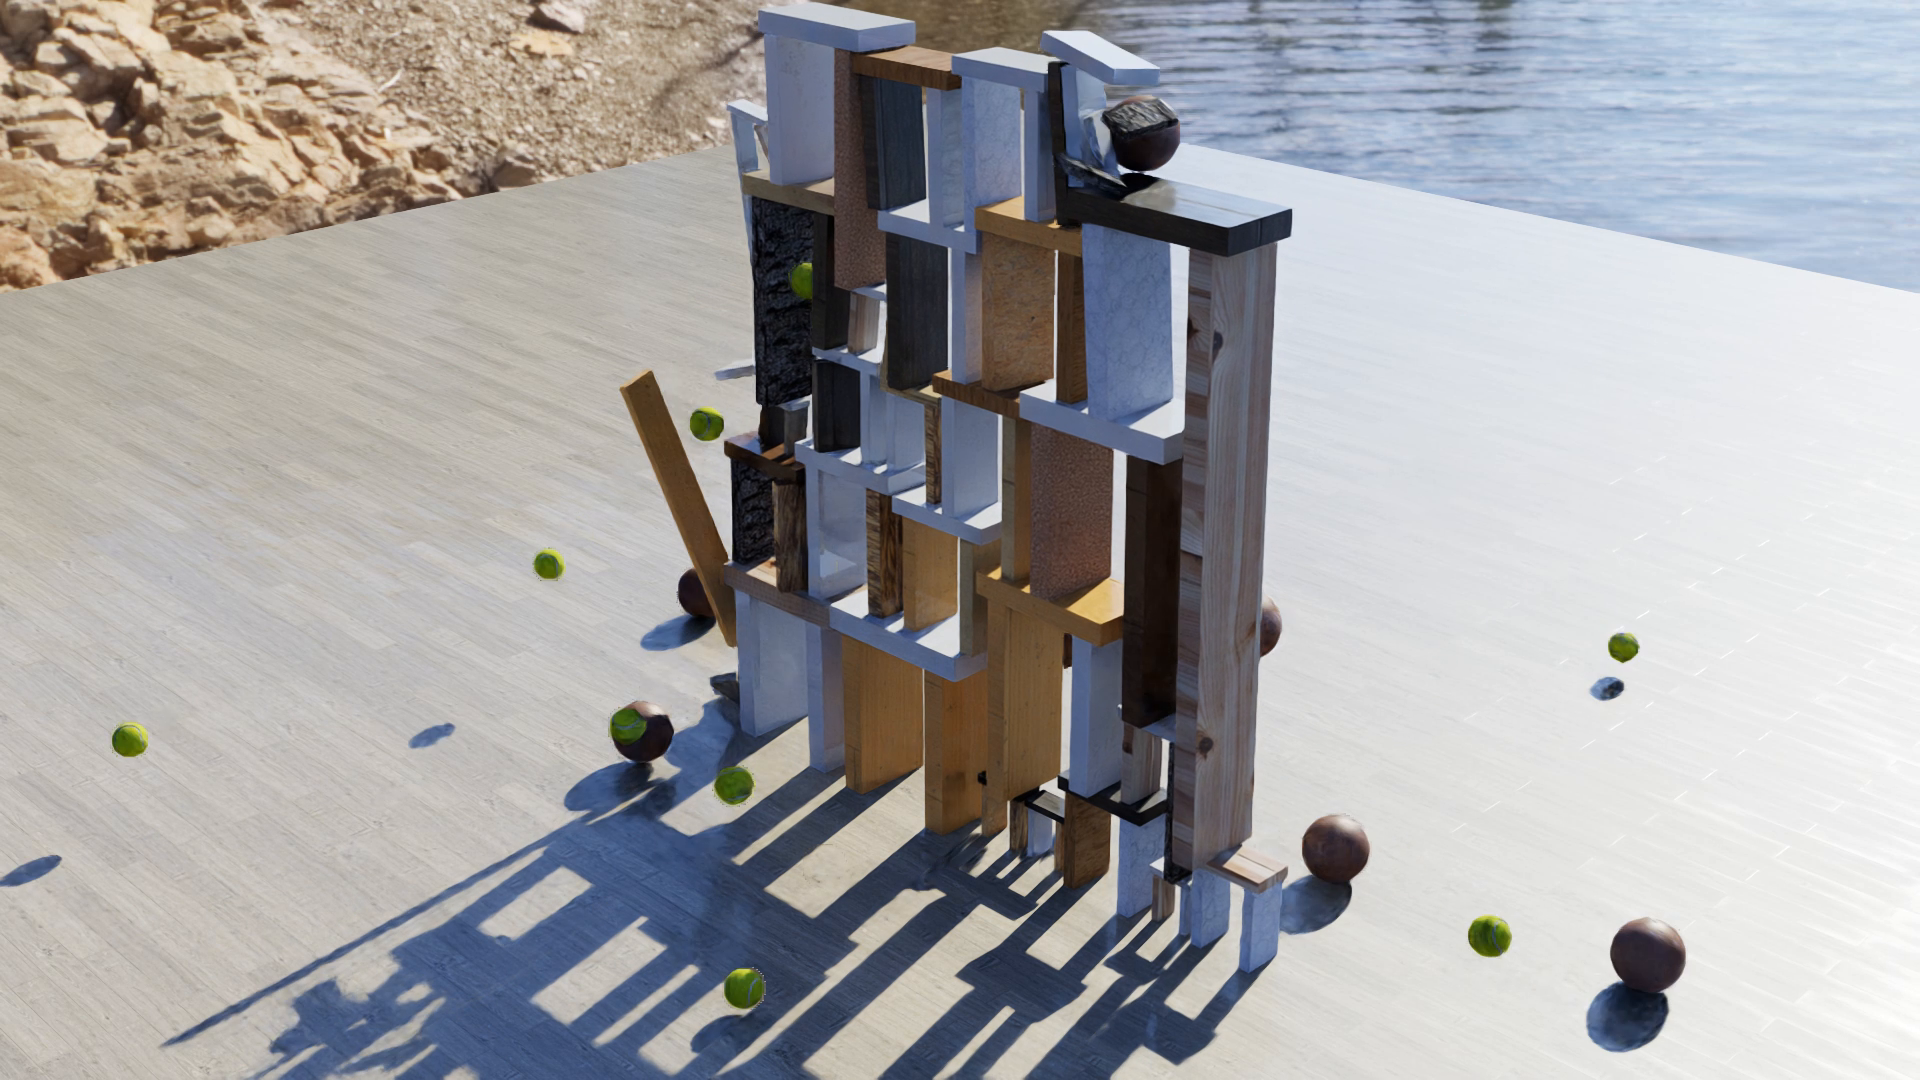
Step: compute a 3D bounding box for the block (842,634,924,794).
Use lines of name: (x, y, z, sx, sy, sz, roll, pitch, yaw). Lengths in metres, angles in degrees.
block: (-0.157, 0.330, 4.530, 0.177, 0.354, 0.050, -21, 31, -41)

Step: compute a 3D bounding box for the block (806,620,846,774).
block: (-0.241, 0.303, 4.613, 0.169, 0.338, 0.048, -21, 31, -41)

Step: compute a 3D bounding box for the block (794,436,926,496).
block: (-0.186, -0.159, 4.357, 0.271, 0.038, 0.135, 21, 31, 40)

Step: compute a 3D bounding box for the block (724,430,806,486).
block: (-0.368, -0.174, 4.533, 0.118, 0.033, 0.236, -20, 30, -40)

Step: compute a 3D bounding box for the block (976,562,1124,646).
block: (0.198, 0.103, 4.051, 0.159, 0.045, 0.319, -20, 30, -39)

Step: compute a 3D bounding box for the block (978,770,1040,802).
block: (0.096, 0.478, 4.319, 0.058, 0.016, 0.115, -21, 31, -40)

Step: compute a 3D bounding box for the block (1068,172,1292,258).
block: (0.356, -0.535, 3.593, 0.335, 0.047, 0.167, 21, 31, 40)

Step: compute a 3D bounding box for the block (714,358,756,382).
block: (-0.426, -0.357, 4.537, 0.148, 0.021, 0.074, -6, 18, 34)

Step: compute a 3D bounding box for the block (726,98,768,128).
block: (-0.404, -0.835, 4.299, 0.099, 0.014, 0.050, 29, 35, 25)

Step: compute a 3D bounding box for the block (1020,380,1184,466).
block: (0.282, -0.216, 3.824, 0.167, 0.047, 0.335, -21, 31, -40)

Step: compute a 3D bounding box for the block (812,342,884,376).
block: (-0.192, -0.362, 4.279, 0.093, 0.026, 0.185, -20, 30, -40)

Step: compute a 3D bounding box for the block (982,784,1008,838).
block: (0.069, 0.528, 4.369, 0.058, 0.115, 0.016, -21, 31, -40)

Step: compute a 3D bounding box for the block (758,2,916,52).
block: (-0.230, -0.951, 4.072, 0.140, 0.040, 0.281, -20, 31, -40)

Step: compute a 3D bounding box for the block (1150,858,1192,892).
block: (0.402, 0.613, 4.044, 0.050, 0.014, 0.099, -22, 31, -39)

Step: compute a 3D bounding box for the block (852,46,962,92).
block: (-0.066, -0.845, 3.928, 0.244, 0.035, 0.122, 21, 31, 40)

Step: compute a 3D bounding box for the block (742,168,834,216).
block: (-0.280, -0.677, 4.246, 0.269, 0.038, 0.135, 20, 29, 39)

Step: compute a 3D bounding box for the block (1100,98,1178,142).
block: (0.295, -0.691, 3.607, 0.119, 0.017, 0.059, -21, 55, -32)

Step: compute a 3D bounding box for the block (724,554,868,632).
block: (-0.321, 0.094, 4.610, 0.338, 0.048, 0.169, 21, 31, 40)

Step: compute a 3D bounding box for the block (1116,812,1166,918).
block: (0.339, 0.593, 4.103, 0.029, 0.203, 0.102, 21, 31, 40)

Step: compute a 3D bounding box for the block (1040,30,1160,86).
block: (0.229, -0.791, 3.607, 0.098, 0.028, 0.195, -9, 34, -35)

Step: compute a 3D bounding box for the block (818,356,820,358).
block: (-0.261, -0.366, 4.450, 0.013, 0.094, 0.047, -33, -6, 35)

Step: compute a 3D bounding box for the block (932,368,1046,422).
block: (0.075, -0.273, 4.021, 0.119, 0.034, 0.238, -21, 31, -40)

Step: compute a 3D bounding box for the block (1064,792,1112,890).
block: (0.243, 0.556, 4.191, 0.029, 0.203, 0.102, 21, 31, 41)

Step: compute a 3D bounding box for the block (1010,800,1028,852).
block: (0.123, 0.549, 4.319, 0.016, 0.115, 0.058, 21, 31, 40)

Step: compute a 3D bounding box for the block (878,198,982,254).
block: (-0.018, -0.572, 3.999, 0.249, 0.035, 0.125, 21, 31, 40)

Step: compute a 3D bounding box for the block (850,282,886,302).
block: (-0.147, -0.475, 4.175, 0.122, 0.017, 0.061, 22, 31, 39)

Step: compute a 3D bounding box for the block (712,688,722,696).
block: (-0.479, 0.322, 4.891, 0.071, 0.020, 0.141, -13, 0, -44)

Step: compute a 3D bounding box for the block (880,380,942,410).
block: (-0.069, -0.287, 4.173, 0.080, 0.023, 0.159, -21, 31, -40)

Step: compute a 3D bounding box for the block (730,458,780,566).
block: (-0.426, -0.075, 4.645, 0.033, 0.236, 0.118, 23, 32, 40)

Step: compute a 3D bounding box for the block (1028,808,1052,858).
block: (0.157, 0.563, 4.297, 0.015, 0.107, 0.054, 21, 31, 41)

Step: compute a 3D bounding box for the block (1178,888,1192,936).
block: (0.426, 0.674, 4.044, 0.050, 0.099, 0.014, -21, 31, -38)

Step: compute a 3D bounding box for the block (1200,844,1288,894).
block: (0.495, 0.579, 3.937, 0.083, 0.024, 0.166, -21, 30, -40)

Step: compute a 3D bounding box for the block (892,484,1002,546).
block: (-0.004, -0.054, 4.199, 0.238, 0.034, 0.119, 21, 31, 40)

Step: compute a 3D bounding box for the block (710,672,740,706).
block: (-0.476, 0.330, 4.806, 0.071, 0.141, 0.020, -13, 56, 28)

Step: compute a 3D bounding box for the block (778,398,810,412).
block: (-0.357, -0.286, 4.486, 0.049, 0.014, 0.097, -20, 30, -40)

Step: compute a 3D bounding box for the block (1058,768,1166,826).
block: (0.291, 0.467, 4.101, 0.203, 0.029, 0.102, 21, 31, 40)

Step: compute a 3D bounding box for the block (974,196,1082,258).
block: (0.166, -0.545, 3.810, 0.133, 0.038, 0.266, -21, 31, -39)

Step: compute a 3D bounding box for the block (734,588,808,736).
block: (-0.400, 0.241, 4.760, 0.048, 0.338, 0.169, 21, 31, 41)

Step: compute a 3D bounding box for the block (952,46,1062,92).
block: (0.103, -0.806, 3.763, 0.112, 0.032, 0.223, -21, 31, -39)

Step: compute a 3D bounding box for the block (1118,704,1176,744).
block: (0.372, 0.322, 3.945, 0.084, 0.024, 0.167, -21, 30, -39)

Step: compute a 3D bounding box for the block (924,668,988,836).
block: (0.010, 0.395, 4.377, 0.050, 0.354, 0.177, 21, 31, 41)

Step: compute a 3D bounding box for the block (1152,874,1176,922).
block: (0.379, 0.656, 4.087, 0.049, 0.099, 0.014, -21, 31, -39)

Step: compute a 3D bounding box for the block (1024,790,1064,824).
block: (0.182, 0.516, 4.250, 0.107, 0.015, 0.054, 21, 31, 41)

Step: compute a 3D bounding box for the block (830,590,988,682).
block: (-0.074, 0.177, 4.374, 0.354, 0.050, 0.177, 21, 31, 40)

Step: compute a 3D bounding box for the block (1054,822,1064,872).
block: (0.207, 0.583, 4.251, 0.015, 0.107, 0.054, 21, 31, 41)
